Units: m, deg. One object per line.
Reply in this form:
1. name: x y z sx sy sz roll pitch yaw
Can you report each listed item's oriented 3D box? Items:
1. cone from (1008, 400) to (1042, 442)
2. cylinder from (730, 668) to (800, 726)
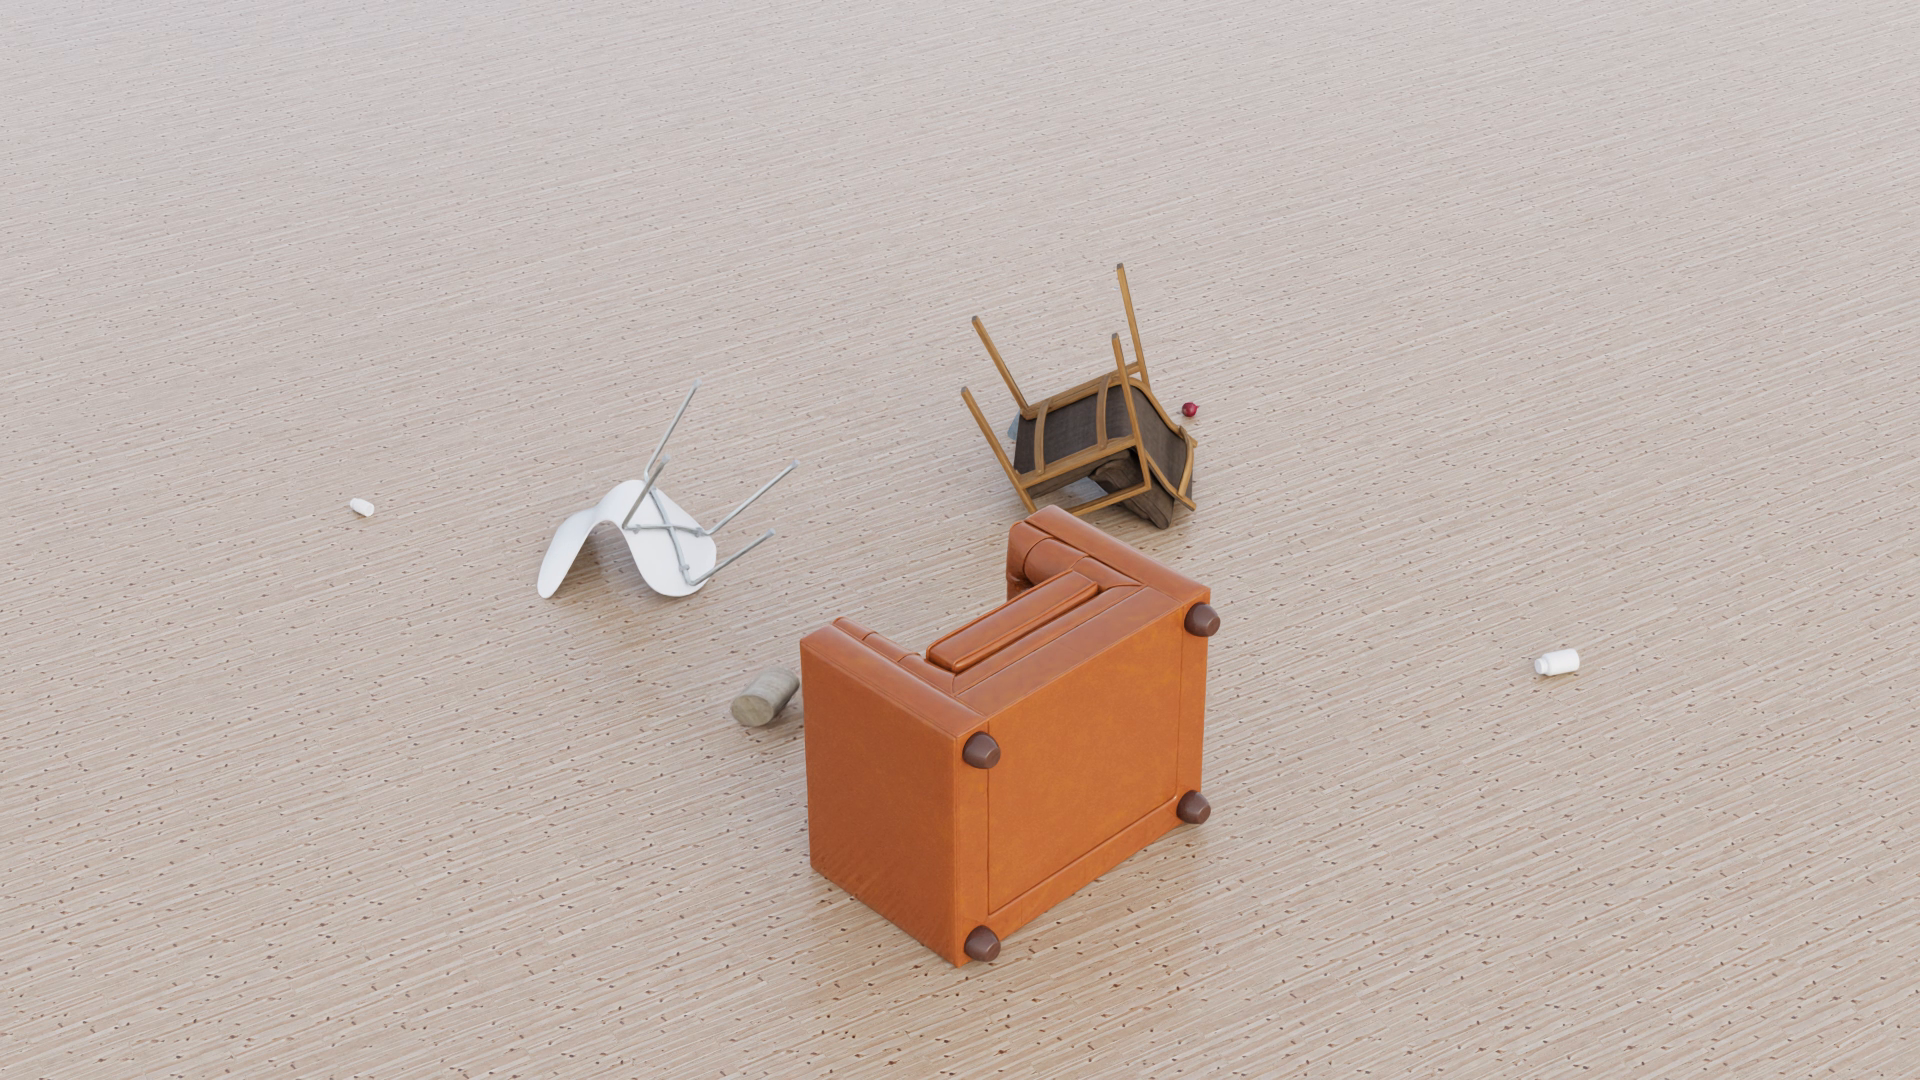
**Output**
1. cone: 0.254 -0.487 11.544 0.135 0.154 0.134 -15 36 -22
2. cylinder: -0.664 0.534 10.007 0.186 0.122 0.180 -14 21 38
